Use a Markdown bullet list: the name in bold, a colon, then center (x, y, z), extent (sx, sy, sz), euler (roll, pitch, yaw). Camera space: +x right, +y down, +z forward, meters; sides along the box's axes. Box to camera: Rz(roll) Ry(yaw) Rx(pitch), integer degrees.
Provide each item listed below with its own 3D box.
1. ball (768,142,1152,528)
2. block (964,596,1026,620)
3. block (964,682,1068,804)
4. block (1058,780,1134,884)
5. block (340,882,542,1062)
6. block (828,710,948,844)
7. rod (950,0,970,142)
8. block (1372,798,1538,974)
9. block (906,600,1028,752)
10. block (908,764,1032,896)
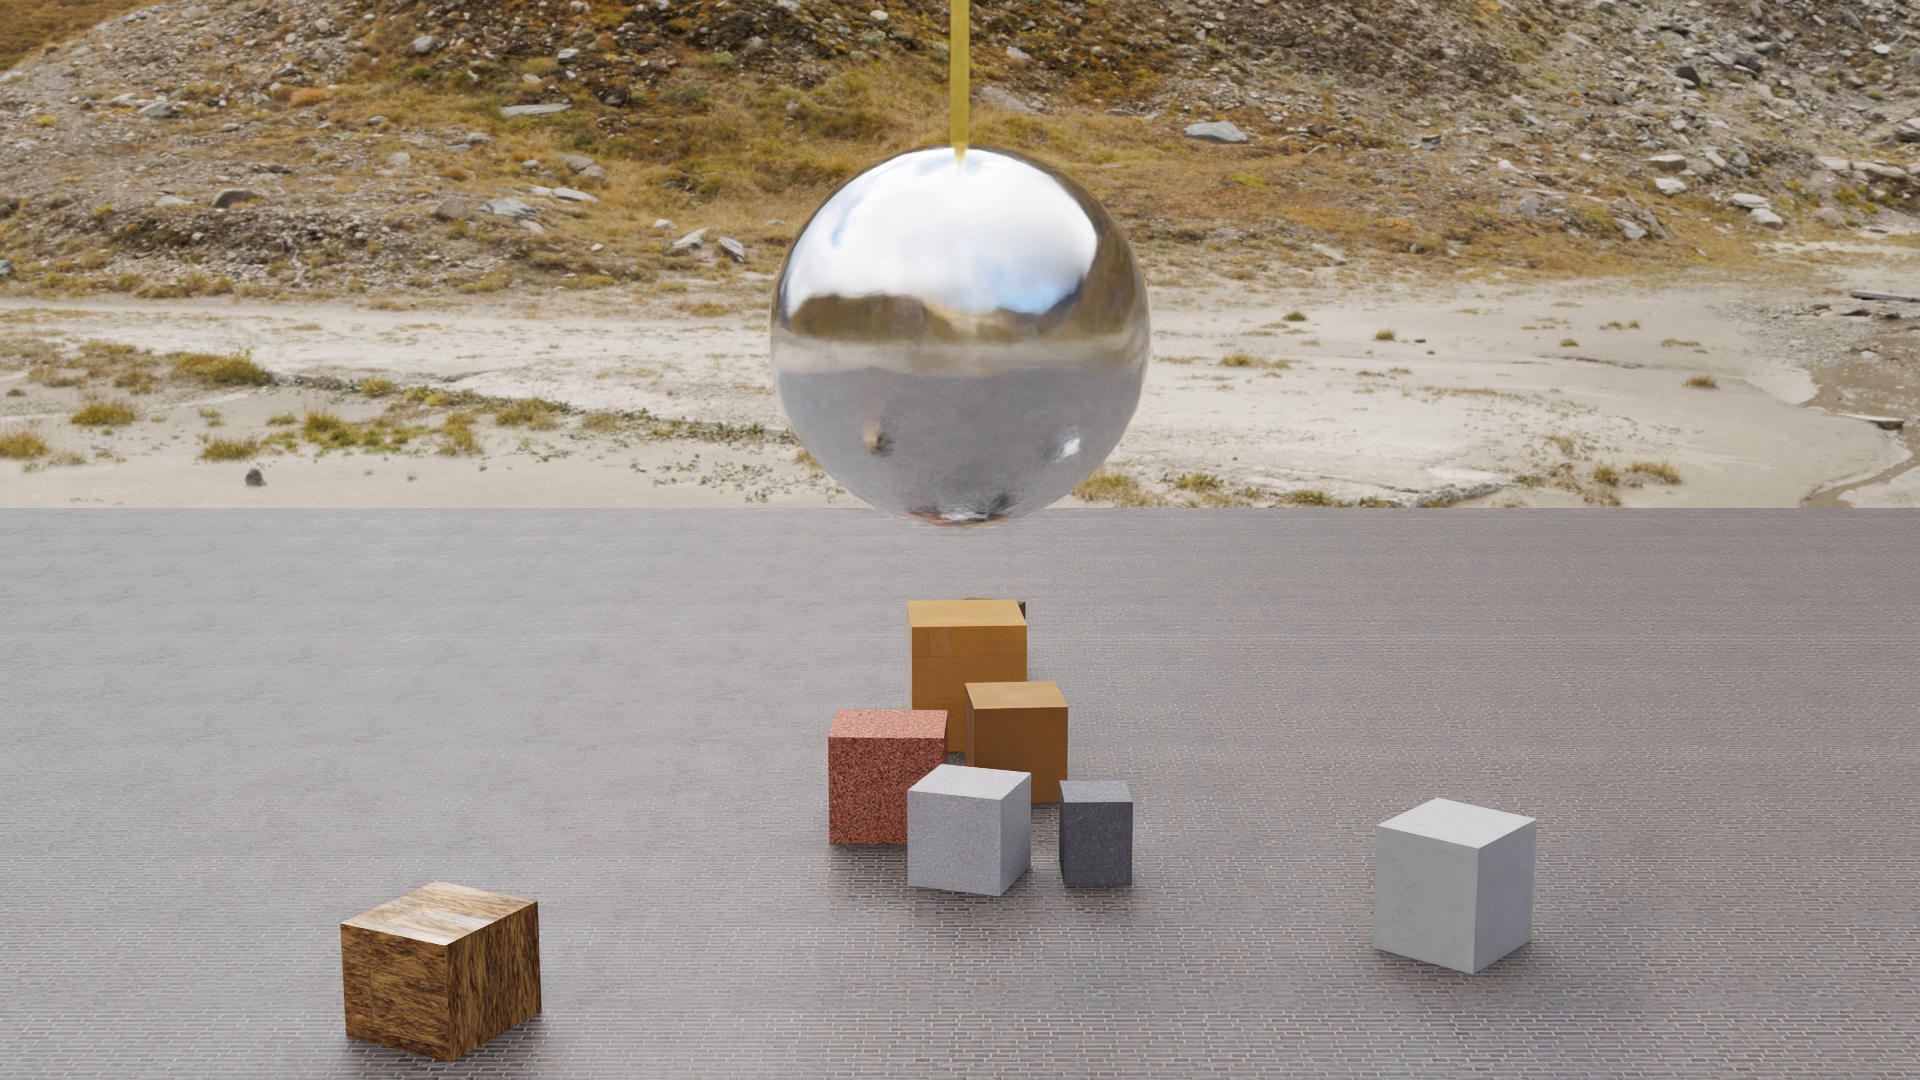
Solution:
- **ball**: center (0.000, -0.849, 9.196), extent (1.600, 1.600, 1.600), euler (0, 10, 0)
- **block**: center (0.170, 0.651, 14.772), extent (0.418, 0.435, 0.413), euler (4, 11, 23)
- **block**: center (0.302, 1.102, 12.023), extent (0.502, 0.529, 0.566), euler (-1, 10, -5)
- **block**: center (0.655, 1.413, 10.651), extent (0.324, 0.409, 0.360), euler (0, 10, -1)
- **block**: center (-2.072, 1.715, 8.810), extent (0.527, 0.473, 0.564), euler (5, 12, 27)
- **block**: center (-0.363, 1.214, 11.336), extent (0.580, 0.555, 0.547), euler (0, 10, 2)
- **rod**: center (0.000, -4.223, 9.620), extent (0.080, 5.200, 0.080), euler (0, -7, 0)
- **block**: center (2.178, 1.512, 9.684), extent (0.490, 0.561, 0.541), euler (9, 13, 40)
- **block**: center (0.031, 0.798, 13.093), extent (0.667, 0.745, 0.729), euler (-1, 10, -4)
- **block**: center (0.049, 1.391, 10.600), extent (0.466, 0.471, 0.471), euler (4, 11, 19)
